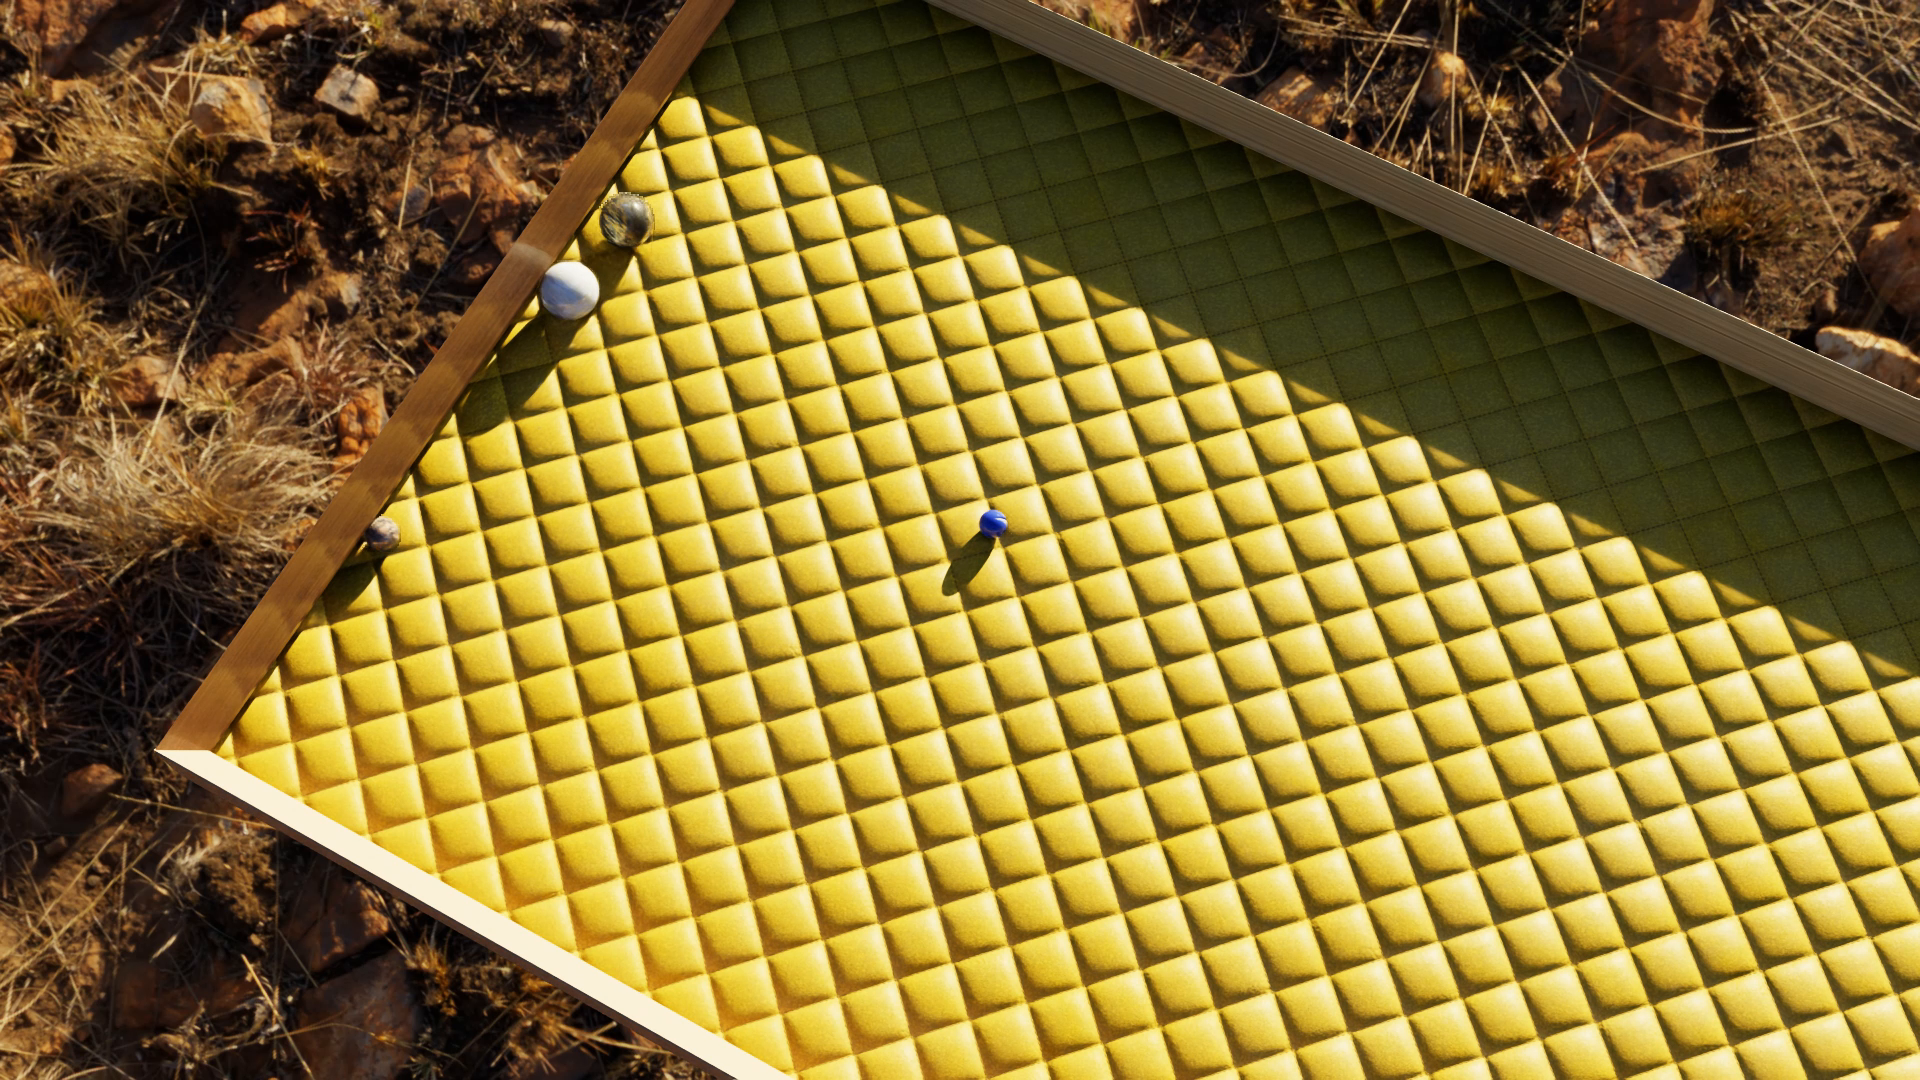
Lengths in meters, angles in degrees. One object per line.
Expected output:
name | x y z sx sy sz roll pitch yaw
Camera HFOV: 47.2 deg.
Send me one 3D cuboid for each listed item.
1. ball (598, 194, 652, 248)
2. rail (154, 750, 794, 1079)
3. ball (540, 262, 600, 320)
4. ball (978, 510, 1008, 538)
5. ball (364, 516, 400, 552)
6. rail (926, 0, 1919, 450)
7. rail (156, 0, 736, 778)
ball | -0.563 -0.537 3.708 0.090 0.090 0.090 0 68 0
rail | 0.348 1.089 3.017 3.495 0.126 0.045 27 70 10
ball | -0.649 -0.414 3.654 0.097 0.097 0.097 0 68 0
ball | 0.053 -0.026 3.521 0.046 0.046 0.046 0 68 0
ball | -0.924 -0.010 3.510 0.055 0.055 0.055 0 68 0
rail | 1.189 -0.343 3.608 3.495 0.126 0.045 27 70 10
rail | -0.747 -0.387 3.626 0.045 0.126 1.811 27 70 10
